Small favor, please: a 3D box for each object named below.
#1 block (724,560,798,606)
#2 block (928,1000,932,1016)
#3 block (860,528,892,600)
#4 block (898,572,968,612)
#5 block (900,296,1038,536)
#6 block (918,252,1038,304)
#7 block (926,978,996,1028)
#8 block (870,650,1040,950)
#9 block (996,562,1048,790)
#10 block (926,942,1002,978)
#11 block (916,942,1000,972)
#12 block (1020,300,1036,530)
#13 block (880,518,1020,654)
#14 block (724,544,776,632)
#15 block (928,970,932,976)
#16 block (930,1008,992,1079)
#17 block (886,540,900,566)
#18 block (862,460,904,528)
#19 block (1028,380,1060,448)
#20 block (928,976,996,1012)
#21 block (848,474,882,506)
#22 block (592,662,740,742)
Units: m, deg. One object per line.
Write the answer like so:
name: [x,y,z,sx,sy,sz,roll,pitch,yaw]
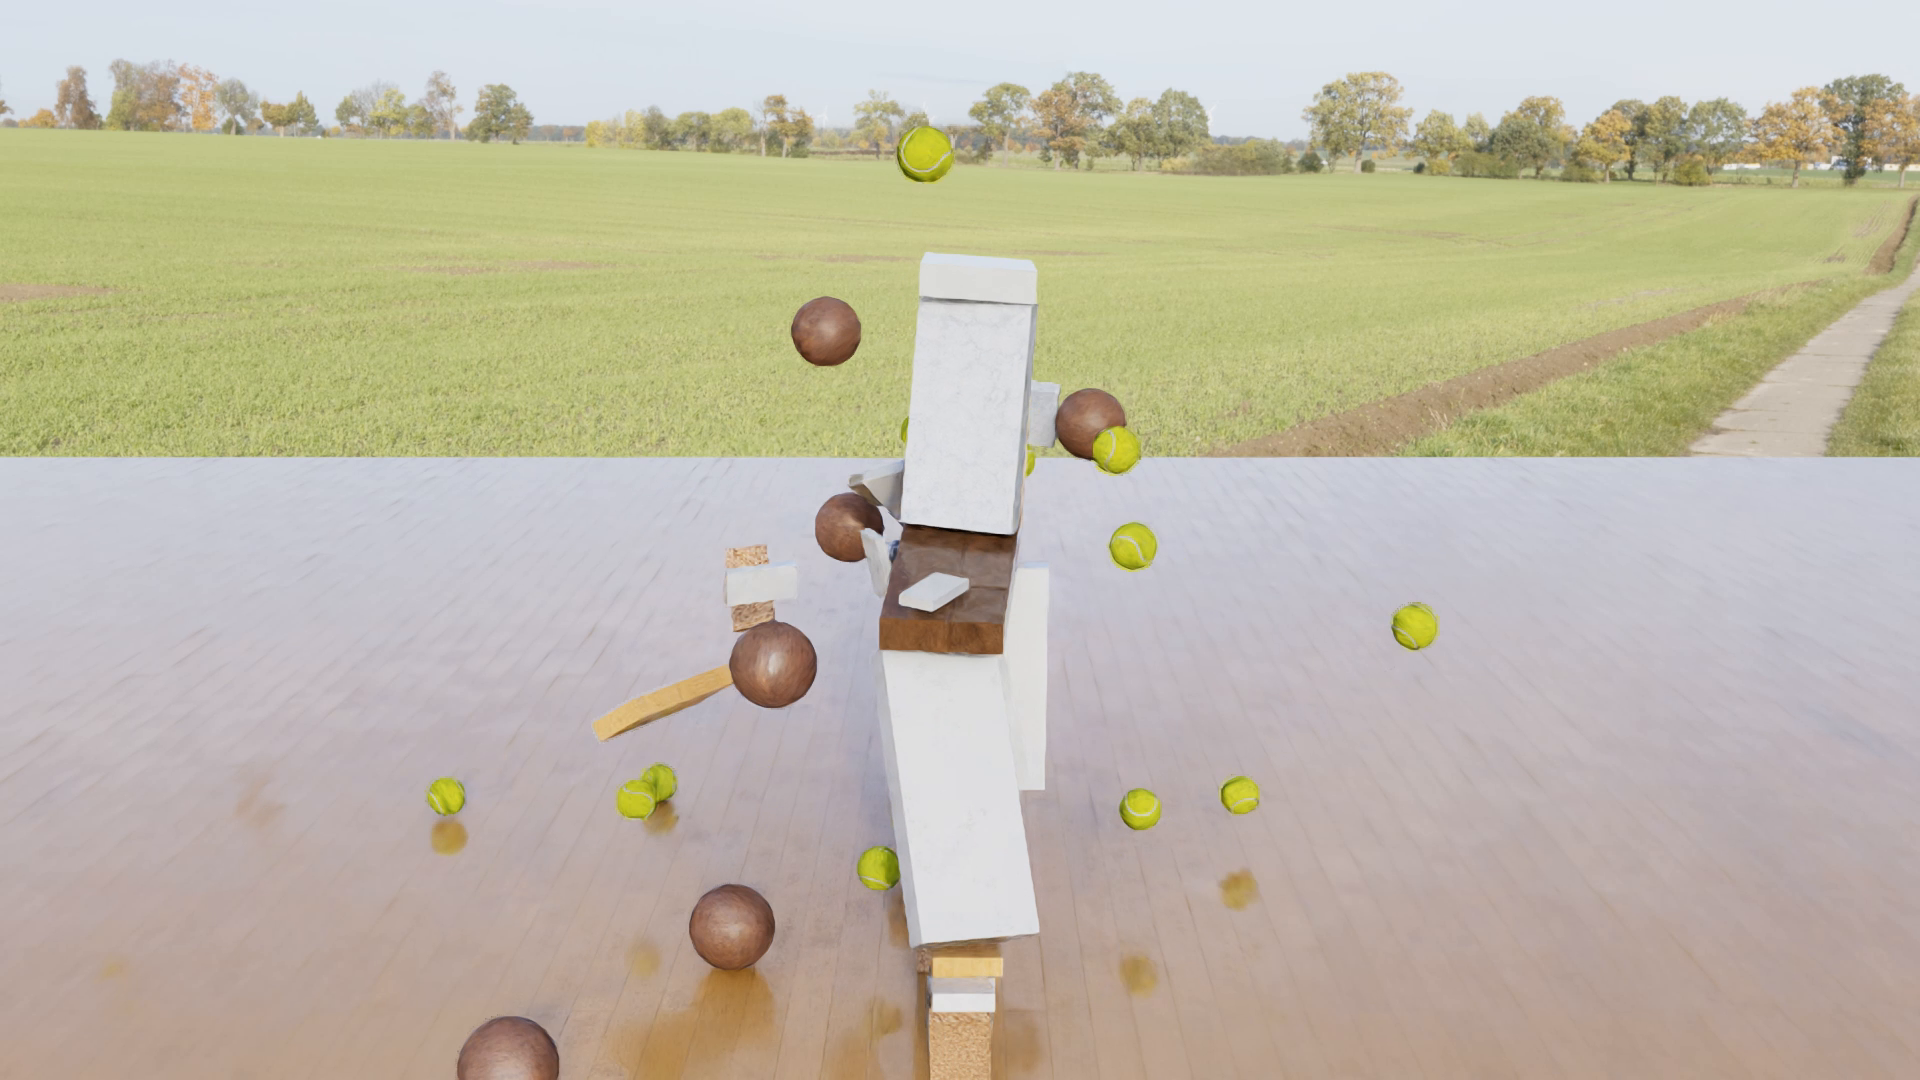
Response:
block: [-0.289,0.063,3.181,0.105,0.053,0.015,-7,28,-21]
block: [-0.001,0.656,2.979,0.080,0.023,0.159,0,-31,1]
block: [-0.117,0.038,3.219,0.015,0.105,0.053,-23,26,-21]
block: [-0.036,0.071,3.010,0.053,0.015,0.105,11,21,25]
block: [0.013,-0.183,3.198,0.166,0.333,0.047,7,7,13]
block: [0.026,-0.393,3.292,0.166,0.047,0.333,4,10,0]
block: [0.000,0.641,3.044,0.093,0.026,0.186,0,-24,-1]
block: [-0.008,0.346,3.007,0.169,0.408,0.048,-1,-20,-22]
block: [0.044,0.202,3.280,0.169,0.338,0.048,1,11,0]
block: [0.004,0.561,3.011,0.093,0.026,0.186,0,4,-4]
block: [-0.001,0.529,3.314,0.124,0.247,0.035,1,10,2]
block: [0.027,-0.208,3.475,0.166,0.375,0.047,3,1,1]
block: [-0.010,0.057,3.135,0.169,0.048,0.338,2,26,5]
block: [-0.338,0.077,3.543,0.067,0.134,0.019,-8,-13,1]
block: [0.004,0.620,3.166,0.093,0.026,0.186,0,-23,-2]
block: [0.000,0.664,2.885,0.080,0.159,0.023,0,48,0]
block: [-0.074,0.028,3.747,0.134,0.067,0.019,-7,45,-20]
block: [-0.058,-0.034,3.648,0.076,0.022,0.276,-15,-41,26]
block: [0.064,-0.246,4.085,0.237,0.118,0.034,8,35,7]
block: [0.001,0.589,2.855,0.080,0.023,0.159,0,-3,-3]
block: [-0.108,-0.089,3.738,0.152,0.022,0.076,-5,-30,38]
block: [-0.492,0.271,3.696,0.118,0.034,0.237,-30,-6,38]
